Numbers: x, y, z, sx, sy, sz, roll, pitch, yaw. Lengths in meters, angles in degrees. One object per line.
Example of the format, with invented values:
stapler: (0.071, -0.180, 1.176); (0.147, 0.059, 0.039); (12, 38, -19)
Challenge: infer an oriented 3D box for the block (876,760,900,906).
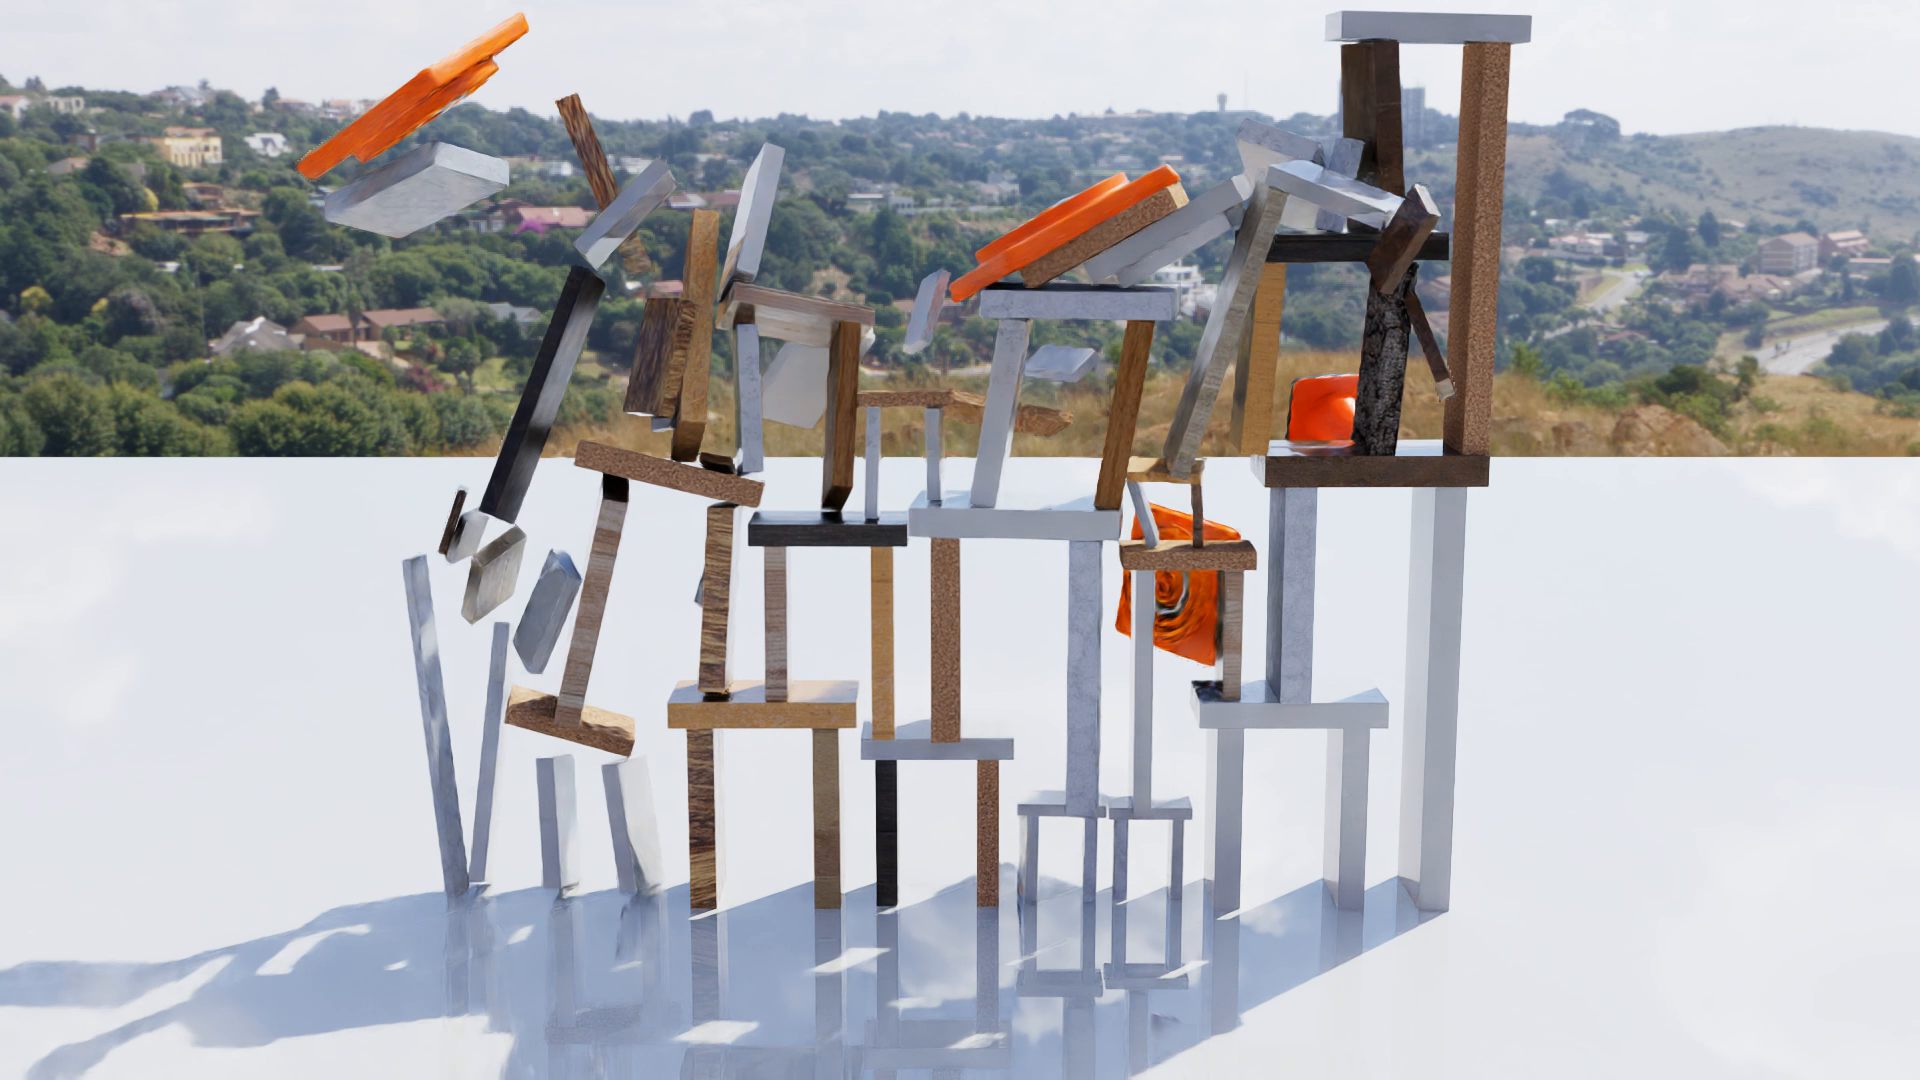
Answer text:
block: (-0.120, 0.468, 3.647); (0.035, 0.248, 0.124); (0, 10, 0)

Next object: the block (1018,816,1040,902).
block: (0.113, 0.519, 3.652); (0.021, 0.146, 0.073); (0, 10, -8)

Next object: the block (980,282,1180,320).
block: (0.191, -0.377, 3.463); (0.297, 0.042, 0.148); (2, 12, 10)

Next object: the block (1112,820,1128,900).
block: (0.267, 0.521, 3.661); (0.020, 0.138, 0.069); (1, 10, 0)

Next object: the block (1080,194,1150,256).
block: (0.289, -0.561, 3.932); (0.123, 0.035, 0.246); (-14, -4, 7)

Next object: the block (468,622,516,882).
block: (-0.786, 0.358, 3.707); (0.027, 0.434, 0.094); (4, -9, -3)

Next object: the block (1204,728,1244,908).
block: (0.437, 0.440, 3.645); (0.043, 0.304, 0.152); (0, 11, 0)

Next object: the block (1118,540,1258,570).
block: (0.368, 0.024, 3.564); (0.213, 0.030, 0.107); (0, 11, 0)

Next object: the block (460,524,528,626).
block: (-0.764, 0.059, 3.605); (0.027, 0.188, 0.094); (42, 54, 11)

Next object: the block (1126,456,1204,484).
block: (0.328, -0.111, 3.505); (0.117, 0.017, 0.059); (3, 26, 11)

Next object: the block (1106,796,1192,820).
block: (0.314, 0.444, 3.647); (0.138, 0.020, 0.069); (0, 11, 0)

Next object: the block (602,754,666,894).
block: (-0.546, 0.473, 3.674); (0.030, 0.215, 0.108); (-9, 0, 18)

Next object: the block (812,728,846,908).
block: (-0.217, 0.440, 3.645); (0.043, 0.304, 0.152); (0, 11, 0)

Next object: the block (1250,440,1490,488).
block: (0.655, -0.124, 3.541); (0.353, 0.050, 0.176); (0, 11, 0)

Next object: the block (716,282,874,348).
block: (-0.273, -0.367, 3.633); (0.238, 0.034, 0.119); (9, -20, -18)

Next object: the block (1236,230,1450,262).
block: (0.599, -0.464, 3.461); (0.301, 0.043, 0.150); (-2, 11, -7)

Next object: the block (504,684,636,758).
block: (-0.656, 0.304, 3.706); (0.215, 0.030, 0.108); (17, 14, -12)

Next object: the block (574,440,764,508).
block: (-0.469, -0.106, 3.573); (0.297, 0.042, 0.149); (13, 1, -4)

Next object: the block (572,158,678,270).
block: (-0.535, -0.522, 3.522); (0.027, 0.191, 0.095); (43, -5, 6)

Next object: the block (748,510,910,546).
block: (-0.210, -0.019, 3.554); (0.254, 0.036, 0.127); (0, 11, 0)

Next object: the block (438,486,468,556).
block: (-0.825, -0.032, 3.579); (0.015, 0.109, 0.054); (19, 4, -12)

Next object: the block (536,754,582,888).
block: (-0.671, 0.469, 3.679); (0.030, 0.215, 0.108); (-5, -3, 8)

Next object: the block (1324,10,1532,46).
block: (0.722, -0.793, 3.409); (0.290, 0.041, 0.145); (1, 11, -1)

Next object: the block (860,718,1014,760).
block: (-0.037, 0.328, 3.622); (0.248, 0.035, 0.124); (0, 10, 0)

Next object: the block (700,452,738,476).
block: (-0.399, -0.120, 3.652); (0.051, 0.014, 0.102); (11, -15, 5)

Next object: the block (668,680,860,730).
block: (-0.319, 0.269, 3.612); (0.304, 0.043, 0.152); (0, 11, 0)

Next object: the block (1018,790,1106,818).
block: (0.169, 0.436, 3.636); (0.146, 0.021, 0.073); (1, 12, 4)

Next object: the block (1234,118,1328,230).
block: (0.528, -0.574, 3.521); (0.132, 0.037, 0.264); (25, -11, 24)

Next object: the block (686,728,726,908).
block: (-0.420, 0.440, 3.645); (0.043, 0.304, 0.152); (0, 11, 0)

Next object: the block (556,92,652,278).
block: (-0.619, -0.617, 3.827); (0.042, 0.296, 0.148); (-23, -23, -5)

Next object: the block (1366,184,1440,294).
block: (0.634, -0.430, 3.150); (0.020, 0.143, 0.072); (10, 40, -21)

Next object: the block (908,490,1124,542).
block: (0.093, -0.041, 3.542); (0.334, 0.047, 0.167); (1, 11, 6)

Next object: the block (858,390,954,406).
block: (-0.087, -0.228, 3.532); (0.150, 0.021, 0.075); (-1, 7, 1)

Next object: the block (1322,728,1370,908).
block: (0.640, 0.440, 3.645); (0.043, 0.304, 0.152); (0, 11, 0)

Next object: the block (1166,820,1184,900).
block: (0.359, 0.521, 3.661); (0.020, 0.138, 0.069); (1, 11, 0)

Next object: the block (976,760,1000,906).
block: (0.046, 0.468, 3.647); (0.035, 0.248, 0.124); (0, 10, 0)

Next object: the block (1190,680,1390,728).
block: (0.538, 0.269, 3.614); (0.304, 0.043, 0.152); (0, 11, 0)

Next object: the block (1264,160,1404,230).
block: (0.563, -0.512, 3.250); (0.201, 0.028, 0.100); (28, 29, 29)

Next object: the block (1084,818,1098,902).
block: (0.217, 0.518, 3.651); (0.021, 0.146, 0.073); (1, 12, 3)

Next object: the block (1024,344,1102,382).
block: (0.174, -0.306, 3.804); (0.068, 0.019, 0.137); (-43, 32, -25)
